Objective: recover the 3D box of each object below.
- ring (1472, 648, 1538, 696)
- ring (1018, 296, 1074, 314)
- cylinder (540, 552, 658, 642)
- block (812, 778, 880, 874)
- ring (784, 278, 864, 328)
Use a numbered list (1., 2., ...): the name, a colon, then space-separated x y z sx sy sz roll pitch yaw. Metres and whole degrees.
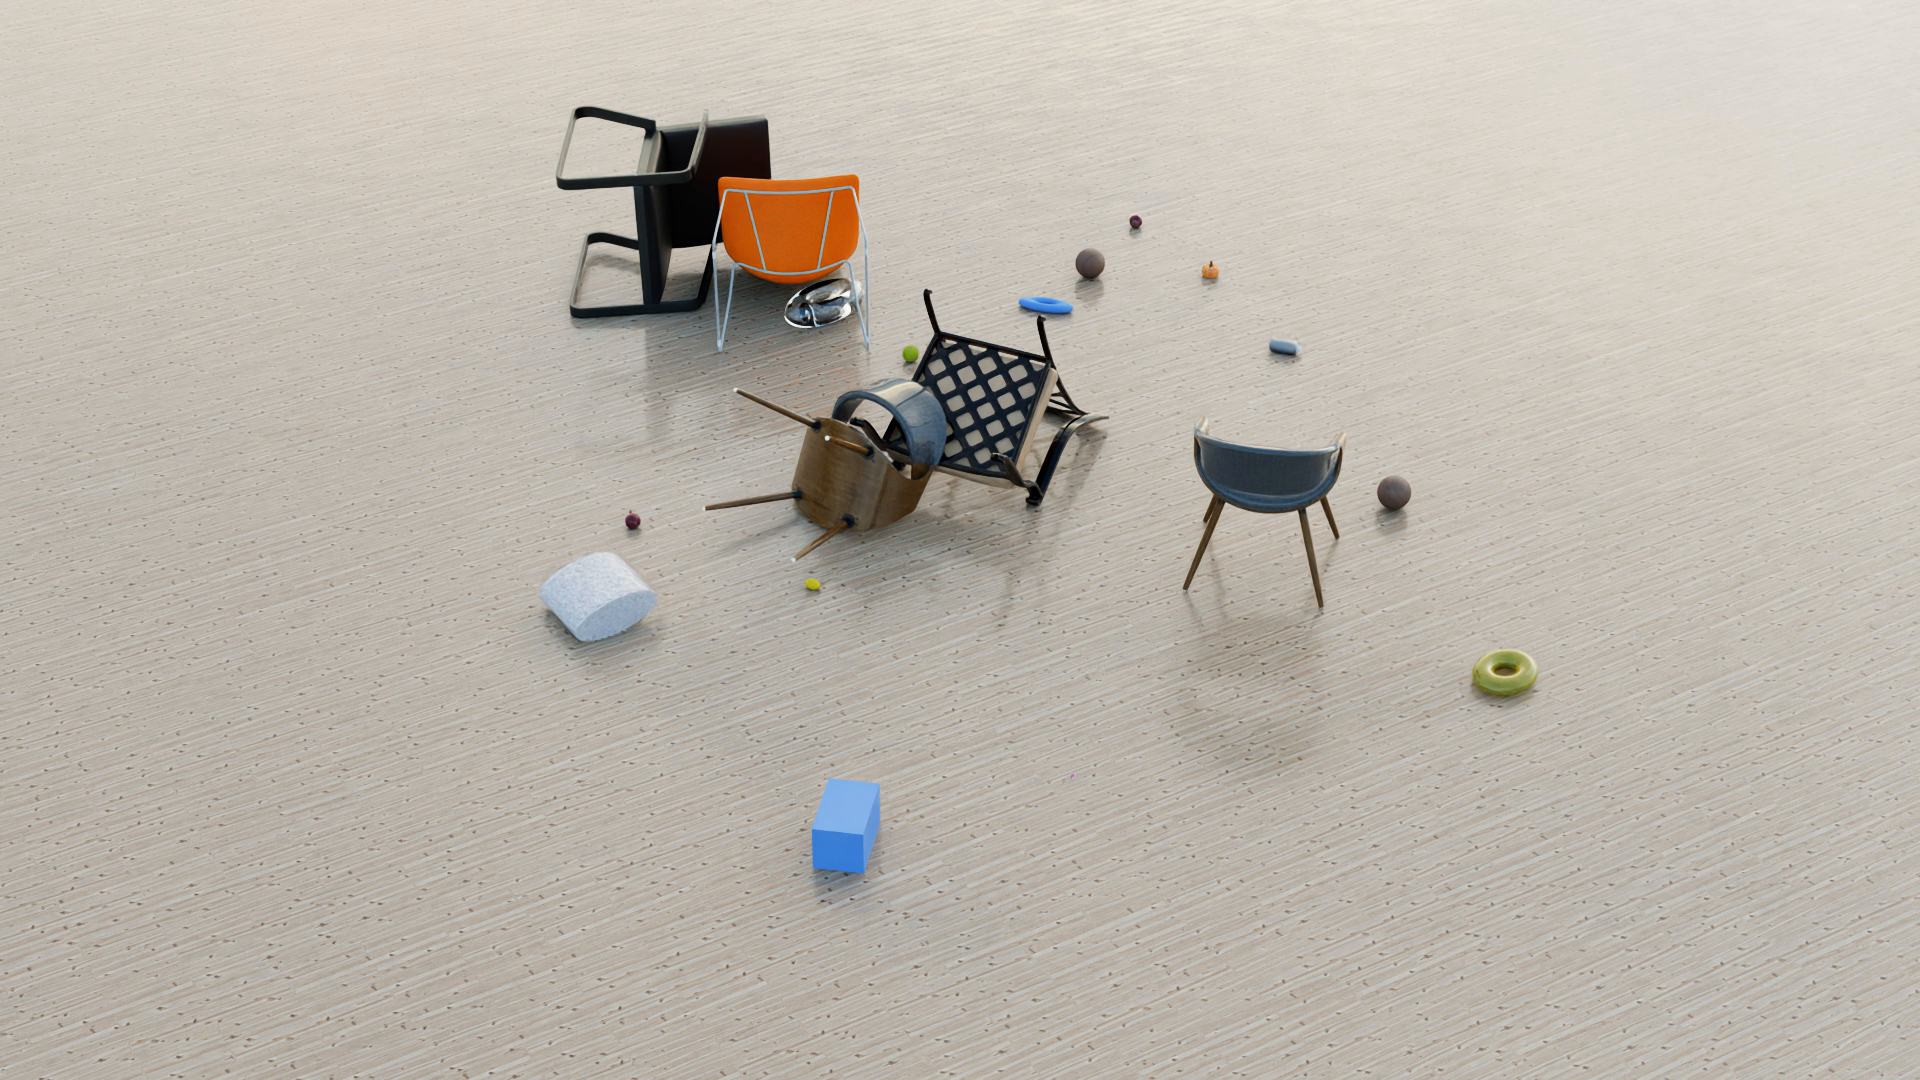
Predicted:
1. ring: 1.895 0.459 10.192 0.216 0.062 0.261 23 41 33
2. ring: 0.364 -0.996 12.421 0.242 0.039 0.086 9 33 14
3. cylinder: -1.296 0.200 10.503 0.329 0.146 0.296 -27 41 -21
4. block: -0.365 0.916 9.411 0.166 0.158 0.265 5 34 8
5. ring: -0.571 -1.002 12.372 0.408 0.104 0.220 -27 44 -34
